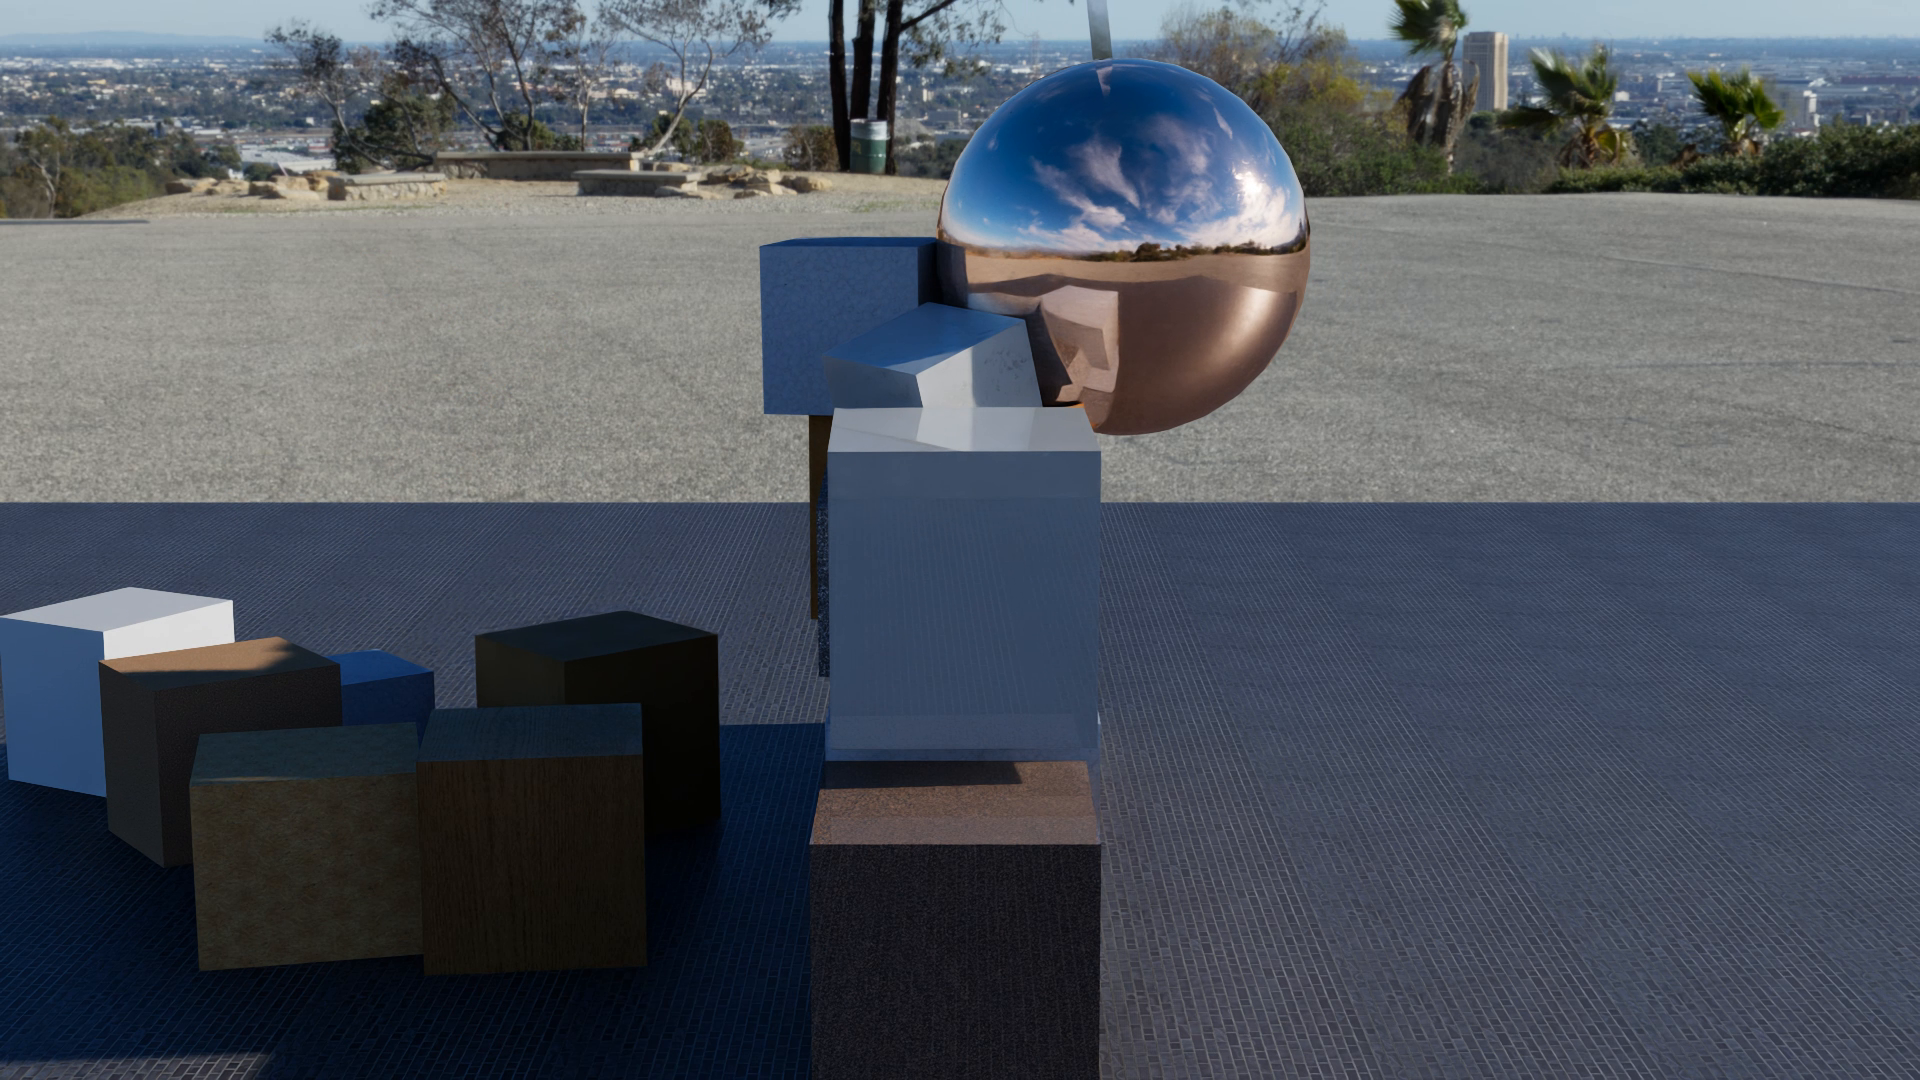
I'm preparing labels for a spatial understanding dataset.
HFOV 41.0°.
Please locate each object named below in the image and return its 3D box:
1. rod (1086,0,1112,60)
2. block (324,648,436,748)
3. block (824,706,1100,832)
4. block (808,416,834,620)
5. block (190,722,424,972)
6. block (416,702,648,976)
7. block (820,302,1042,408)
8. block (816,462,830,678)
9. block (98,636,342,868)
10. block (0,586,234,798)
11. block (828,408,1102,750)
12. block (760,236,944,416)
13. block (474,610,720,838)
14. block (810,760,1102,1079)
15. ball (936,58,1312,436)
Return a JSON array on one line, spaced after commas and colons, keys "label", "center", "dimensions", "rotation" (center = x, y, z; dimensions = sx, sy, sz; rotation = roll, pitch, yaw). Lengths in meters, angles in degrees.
[{"label": "rod", "center": [0.301, -4.569, 10.350], "dimensions": [0.080, 5.200, 0.080], "rotation": [-7, 10, 1]}, {"label": "block", "center": [-3.031, 0.937, 12.694], "dimensions": [0.645, 0.615, 0.638], "rotation": [-8, 13, -37]}, {"label": "block", "center": [0.012, 1.128, 10.338], "dimensions": [1.042, 1.082, 1.122], "rotation": [0, 10, 0]}, {"label": "block", "center": [-0.115, -0.185, 11.625], "dimensions": [0.964, 0.915, 1.045], "rotation": [1, 10, 7]}, {"label": "block", "center": [-2.677, 1.245, 10.597], "dimensions": [0.892, 0.758, 0.827], "rotation": [-2, 11, -13]}, {"label": "block", "center": [-1.733, 1.205, 10.505], "dimensions": [0.873, 0.871, 0.847], "rotation": [-1, 10, -7]}, {"label": "block", "center": [-0.098, -0.575, 10.509], "dimensions": [0.593, 0.555, 0.607], "rotation": [-29, 29, -33]}, {"label": "block", "center": [-0.178, 0.108, 10.648], "dimensions": [0.784, 0.698, 0.852], "rotation": [0, 14, 0]}, {"label": "block", "center": [-3.433, 0.969, 11.957], "dimensions": [0.872, 0.816, 0.736], "rotation": [-8, 13, -36]}, {"label": "block", "center": [-4.266, 0.758, 13.057], "dimensions": [0.730, 0.837, 0.863], "rotation": [6, 12, 28]}, {"label": "block", "center": [0.006, 0.122, 9.719], "dimensions": [0.976, 1.106, 0.940], "rotation": [0, 13, -1]}, {"label": "block", "center": [-0.438, -0.941, 11.203], "dimensions": [0.696, 0.721, 0.618], "rotation": [2, 11, 14]}, {"label": "block", "center": [-1.710, 0.890, 12.145], "dimensions": [0.859, 0.903, 0.751], "rotation": [-9, 14, -41]}, {"label": "block", "center": [-0.016, 1.394, 9.263], "dimensions": [0.985, 0.942, 1.070], "rotation": [0, 10, 0]}, {"label": "ball", "center": [0.694, -1.246, 10.954], "dimensions": [1.600, 1.600, 1.600], "rotation": [0, 10, 0]}]
